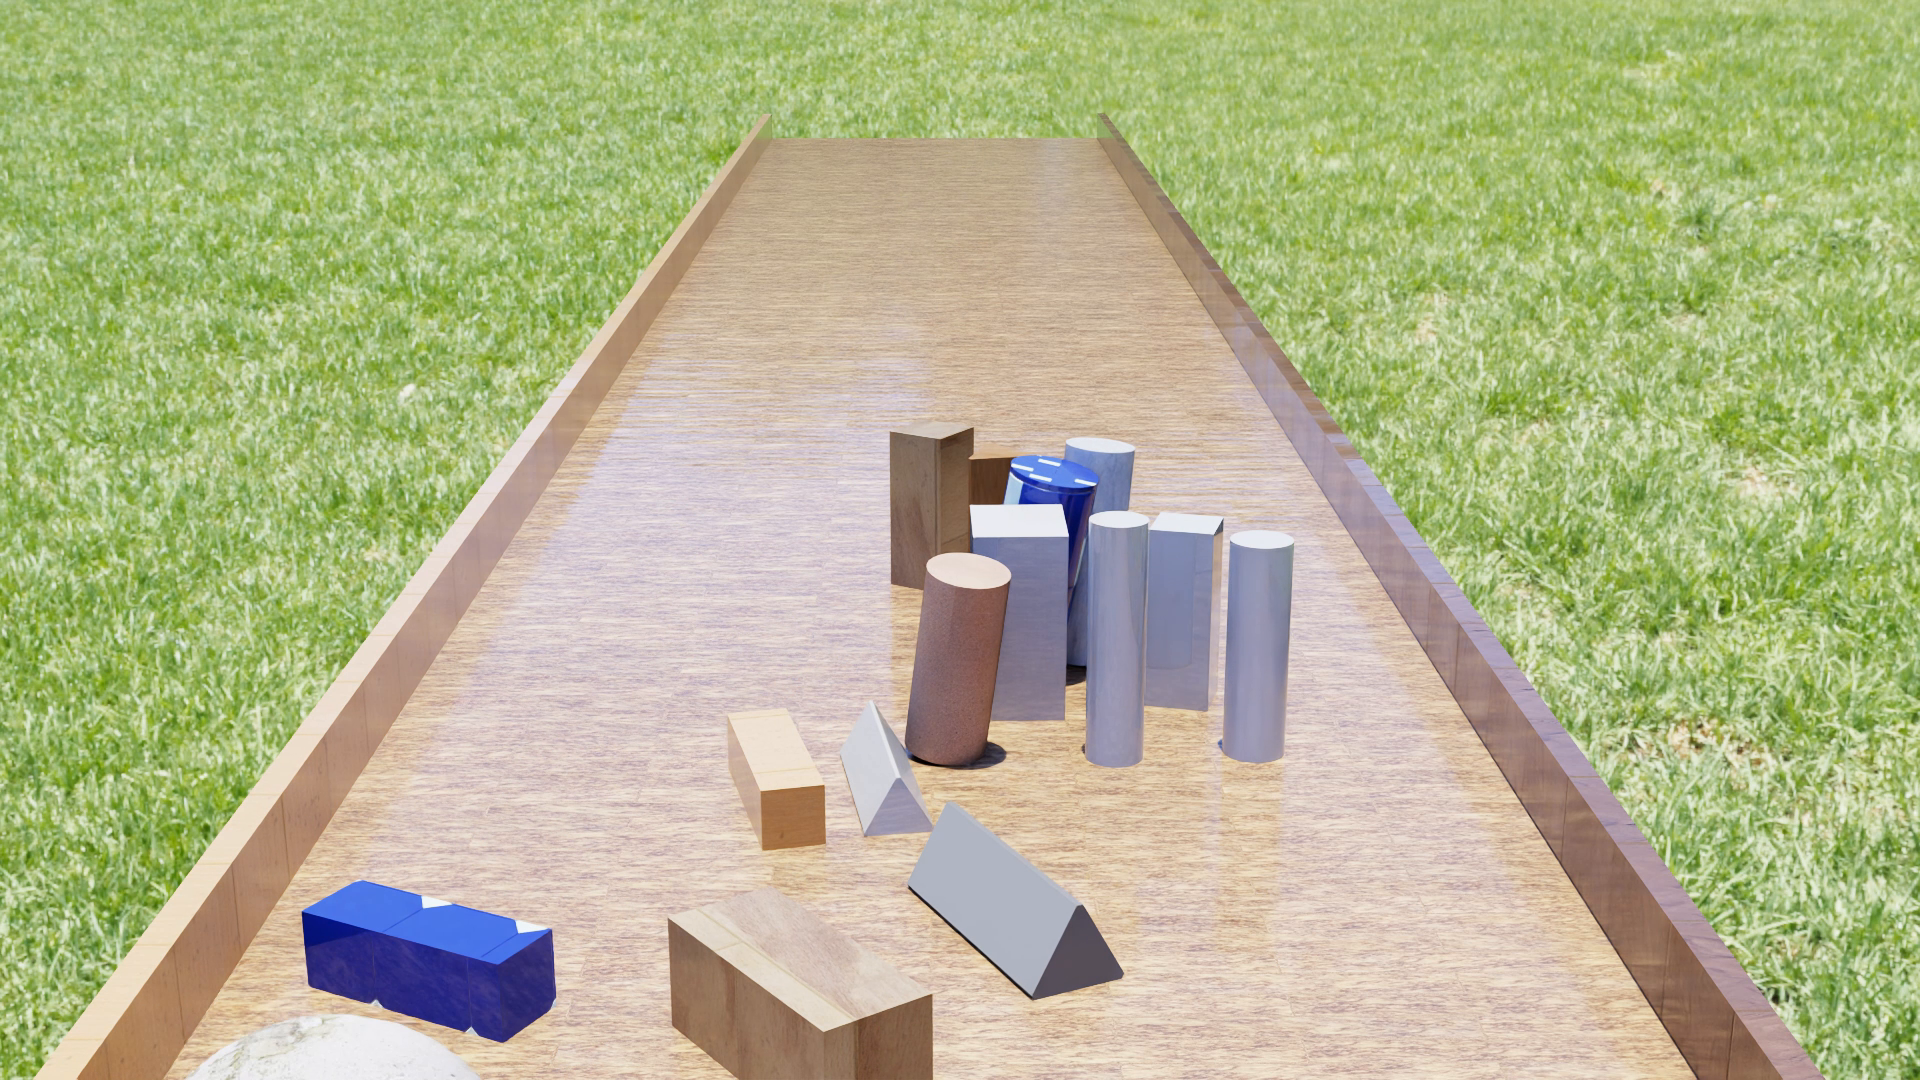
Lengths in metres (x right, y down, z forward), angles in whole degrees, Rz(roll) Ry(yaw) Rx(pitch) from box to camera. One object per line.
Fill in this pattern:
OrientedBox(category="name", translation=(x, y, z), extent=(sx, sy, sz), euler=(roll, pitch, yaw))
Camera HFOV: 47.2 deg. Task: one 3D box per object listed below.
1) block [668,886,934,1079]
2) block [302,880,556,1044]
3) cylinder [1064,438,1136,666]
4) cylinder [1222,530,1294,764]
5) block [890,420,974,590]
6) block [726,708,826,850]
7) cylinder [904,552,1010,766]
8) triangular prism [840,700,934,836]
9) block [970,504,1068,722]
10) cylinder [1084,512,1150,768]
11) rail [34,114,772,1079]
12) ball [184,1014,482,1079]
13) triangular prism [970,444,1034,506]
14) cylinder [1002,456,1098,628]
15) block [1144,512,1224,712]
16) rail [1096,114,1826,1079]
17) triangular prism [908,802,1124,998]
OrientedBox(category="block", translation=(-0.213, 0.615, 2.875), extent=(0.163, 0.163, 0.383), euler=(-12, 20, -35))
OrientedBox(category="block", translation=(-0.740, 0.583, 3.063), extent=(0.346, 0.117, 0.117), euler=(8, 19, 26))
OrientedBox(category="cylinder", translation=(0.257, 0.023, 4.369), extent=(0.137, 0.434, 0.137), euler=(5, 14, -1))
OrientedBox(category="cylinder", translation=(0.527, 0.189, 3.894), extent=(0.111, 0.397, 0.111), euler=(0, 17, 0))
OrientedBox(category="block", translation=(-0.062, -0.075, 4.866), extent=(0.133, 0.350, 0.133), euler=(10, 20, 31))
OrientedBox(category="block", translation=(-0.312, 0.398, 3.704), extent=(0.104, 0.104, 0.355), euler=(-4, 17, -14))
OrientedBox(category="cylinder", translation=(-0.006, 0.210, 3.878), extent=(0.148, 0.346, 0.148), euler=(6, 23, -3))
OrientedBox(category="triangular prism", translation=(-0.129, 0.382, 3.759), extent=(0.114, 0.098, 0.358), euler=(-3, 17, -9))
OrientedBox(category="block", translation=(0.107, 0.136, 4.111), extent=(0.173, 0.366, 0.173), euler=(0, 20, -2))
OrientedBox(category="cylinder", translation=(0.275, 0.175, 3.864), extent=(0.104, 0.441, 0.104), euler=(0, 17, 0))
OrientedBox(category="rail", translation=(-1.118, -0.838, 7.780), extent=(0.050, 0.150, 12.000), euler=(0, 17, -1))
OrientedBox(category="ball", translation=(-0.641, 0.684, 2.226), extent=(0.399, 0.399, 0.399), euler=(0, 17, 0))
OrientedBox(category="triangular prism", translation=(0.075, -0.014, 4.642), extent=(0.139, 0.361, 0.120), euler=(-4, 17, -12))
OrientedBox(category="cylinder", translation=(0.144, 0.058, 4.268), extent=(0.172, 0.410, 0.172), euler=(10, 20, -4))
OrientedBox(category="block", translation=(0.424, 0.135, 4.161), extent=(0.120, 0.348, 0.120), euler=(4, 17, 15))
OrientedBox(category="rail", translation=(0.932, -0.844, 7.801), extent=(0.050, 0.150, 12.000), euler=(0, 17, -1))
OrientedBox(category="triangular prism", translation=(0.076, 0.517, 3.252), extent=(0.148, 0.128, 0.405), euler=(-8, 18, -26))
